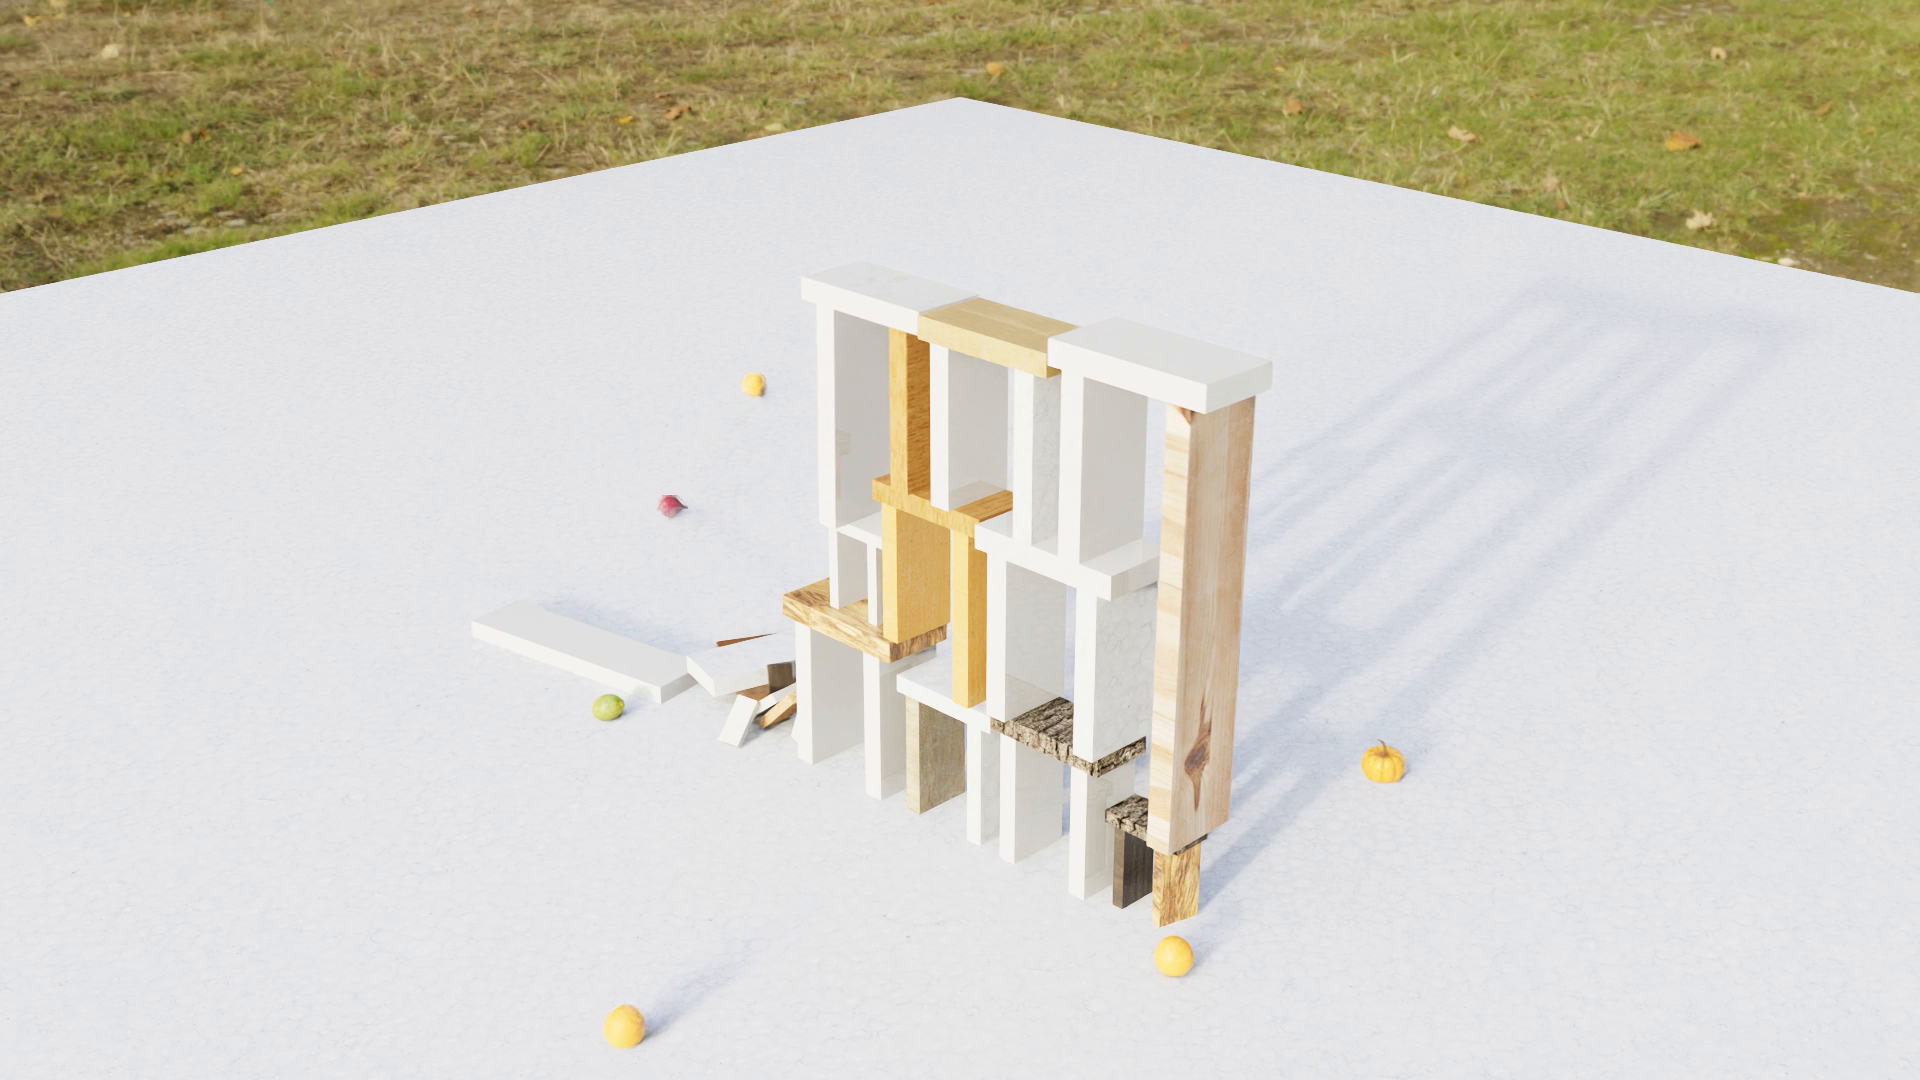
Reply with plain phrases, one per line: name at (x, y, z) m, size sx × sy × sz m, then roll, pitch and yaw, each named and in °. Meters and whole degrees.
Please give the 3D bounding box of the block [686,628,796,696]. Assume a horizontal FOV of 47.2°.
block at (-0.452, 0.273, 4.958) m, size 0.292 × 0.041 × 0.146 m, roll -13°, pitch 26°, yaw -28°

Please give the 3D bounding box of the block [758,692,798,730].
block at (-0.369, 0.358, 4.753) m, size 0.079 × 0.022 × 0.157 m, roll -24°, pitch -11°, yaw -38°

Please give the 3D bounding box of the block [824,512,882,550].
block at (-0.184, -0.028, 4.412) m, size 0.086 × 0.024 × 0.173 m, roll -21°, pitch 31°, yaw -41°

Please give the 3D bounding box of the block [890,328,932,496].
block at (-0.058, -0.262, 4.178) m, size 0.162 × 0.323 × 0.046 m, roll -21°, pitch 31°, yaw -41°

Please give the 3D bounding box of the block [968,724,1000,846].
block at (0.073, 0.462, 4.342) m, size 0.037 × 0.258 × 0.129 m, roll 21°, pitch 31°, yaw 41°

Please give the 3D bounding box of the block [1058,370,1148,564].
block at (0.254, -0.149, 3.888) m, size 0.050 × 0.350 × 0.175 m, roll 21°, pitch 31°, yaw 40°

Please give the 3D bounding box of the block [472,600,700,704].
block at (-0.868, 0.255, 5.106) m, size 0.601 × 0.041 × 0.146 m, roll 16°, pitch 27°, yaw 32°

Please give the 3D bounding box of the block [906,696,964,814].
block at (-0.049, 0.414, 4.454) m, size 0.037 × 0.258 × 0.129 m, roll 21°, pitch 31°, yaw 41°

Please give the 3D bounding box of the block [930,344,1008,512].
block at (0.018, -0.228, 4.104) m, size 0.045 × 0.320 × 0.160 m, roll 21°, pitch 31°, yaw 40°

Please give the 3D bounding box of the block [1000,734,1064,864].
block at (0.140, 0.480, 4.279) m, size 0.039 × 0.274 × 0.137 m, roll 21°, pitch 31°, yaw 41°

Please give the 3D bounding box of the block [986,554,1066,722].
block at (0.126, 0.161, 4.154) m, size 0.167 × 0.334 × 0.047 m, roll -21°, pitch 31°, yaw -41°

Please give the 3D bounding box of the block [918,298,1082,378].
block at (0.093, -0.367, 3.963) m, size 0.319 × 0.045 × 0.160 m, roll 21°, pitch 31°, yaw 41°

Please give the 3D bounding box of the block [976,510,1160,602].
block at (0.205, 0.016, 4.007) m, size 0.167 × 0.047 × 0.334 m, roll -21°, pitch 31°, yaw -41°

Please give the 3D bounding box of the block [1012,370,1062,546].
block at (0.169, -0.167, 3.965) m, size 0.160 × 0.324 × 0.045 m, roll -21°, pitch 31°, yaw -40°

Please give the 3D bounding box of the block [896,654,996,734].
block at (0.011, 0.302, 4.340) m, size 0.258 × 0.037 × 0.129 m, roll 21°, pitch 31°, yaw 41°

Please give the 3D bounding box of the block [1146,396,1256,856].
block at (0.418, 0.145, 3.832) m, size 0.050 × 0.846 × 0.175 m, roll 22°, pitch 31°, yaw 40°

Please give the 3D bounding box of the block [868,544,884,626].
block at (-0.145, 0.079, 4.412) m, size 0.086 × 0.173 × 0.024 m, roll -21°, pitch 31°, yaw -41°

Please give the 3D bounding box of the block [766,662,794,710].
block at (-0.395, 0.324, 4.860) m, size 0.053 × 0.106 × 0.015 m, roll -7°, pitch 13°, yaw -17°

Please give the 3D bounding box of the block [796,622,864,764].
block at (-0.269, 0.299, 4.643) m, size 0.161 × 0.322 × 0.046 m, roll -21°, pitch 32°, yaw -40°

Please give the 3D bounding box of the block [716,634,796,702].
block at (-0.451, 0.299, 5.002) m, size 0.146 × 0.041 × 0.292 m, roll -7°, pitch 24°, yaw -17°

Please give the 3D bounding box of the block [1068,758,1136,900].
block at (0.269, 0.531, 4.160) m, size 0.039 × 0.274 × 0.137 m, roll 21°, pitch 31°, yaw 41°

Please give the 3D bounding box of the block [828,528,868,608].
block at (-0.226, 0.046, 4.487) m, size 0.086 × 0.173 × 0.024 m, roll -21°, pitch 31°, yaw -41°

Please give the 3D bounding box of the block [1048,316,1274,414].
block at (0.337, -0.300, 3.733) m, size 0.175 × 0.050 × 0.350 m, roll -21°, pitch 31°, yaw -40°

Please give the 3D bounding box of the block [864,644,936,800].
block at (-0.121, 0.357, 4.508) m, size 0.046 × 0.322 × 0.161 m, roll 21°, pitch 31°, yaw 41°

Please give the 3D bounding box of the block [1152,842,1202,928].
block at (0.400, 0.625, 4.066) m, size 0.086 × 0.173 × 0.024 m, roll -12°, pitch 26°, yaw -27°

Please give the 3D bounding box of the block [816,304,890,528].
block at (-0.206, -0.260, 4.341) m, size 0.046 × 0.456 × 0.162 m, roll 21°, pitch 31°, yaw 38°

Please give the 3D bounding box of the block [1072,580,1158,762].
block at (0.283, 0.223, 4.008) m, size 0.167 × 0.334 × 0.047 m, roll -21°, pitch 31°, yaw -41°

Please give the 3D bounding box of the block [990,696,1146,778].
block at (0.203, 0.362, 4.157) m, size 0.137 × 0.039 × 0.274 m, roll -21°, pitch 31°, yaw -41°

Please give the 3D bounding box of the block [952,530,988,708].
block at (0.052, 0.134, 4.228) m, size 0.144 × 0.362 × 0.041 m, roll -21°, pitch 31°, yaw -41°

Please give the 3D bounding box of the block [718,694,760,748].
block at (-0.474, 0.390, 4.728) m, size 0.053 × 0.106 × 0.015 m, roll 15°, pitch -15°, yaw 32°

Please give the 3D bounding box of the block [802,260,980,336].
block at (-0.134, -0.462, 4.177) m, size 0.323 × 0.046 × 0.162 m, roll 21°, pitch 31°, yaw 40°

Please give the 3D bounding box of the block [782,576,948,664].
block at (-0.197, 0.157, 4.506) m, size 0.322 × 0.046 × 0.161 m, roll 22°, pitch 31°, yaw 41°

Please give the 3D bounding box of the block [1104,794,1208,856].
block at (0.361, 0.523, 4.052) m, size 0.173 × 0.024 × 0.086 m, roll 22°, pitch 31°, yaw 40°

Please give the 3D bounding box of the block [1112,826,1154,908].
block at (0.326, 0.599, 4.129) m, size 0.024 × 0.173 × 0.086 m, roll 21°, pitch 31°, yaw 41°

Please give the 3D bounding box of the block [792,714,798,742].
block at (-0.310, 0.358, 4.718) m, size 0.079 × 0.158 × 0.022 m, roll -21°, pitch 51°, yaw -40°

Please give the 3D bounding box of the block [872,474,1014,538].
block at (-0.016, -0.078, 4.212) m, size 0.289 × 0.041 × 0.144 m, roll 21°, pitch 31°, yaw 41°

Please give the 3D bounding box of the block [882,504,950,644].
block at (-0.085, 0.046, 4.340) m, size 0.144 × 0.289 × 0.041 m, roll -21°, pitch 31°, yaw -40°

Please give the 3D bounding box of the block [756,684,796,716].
block at (-0.417, 0.355, 4.780) m, size 0.079 × 0.022 × 0.158 m, roll -23°, pitch -5°, yaw -43°
